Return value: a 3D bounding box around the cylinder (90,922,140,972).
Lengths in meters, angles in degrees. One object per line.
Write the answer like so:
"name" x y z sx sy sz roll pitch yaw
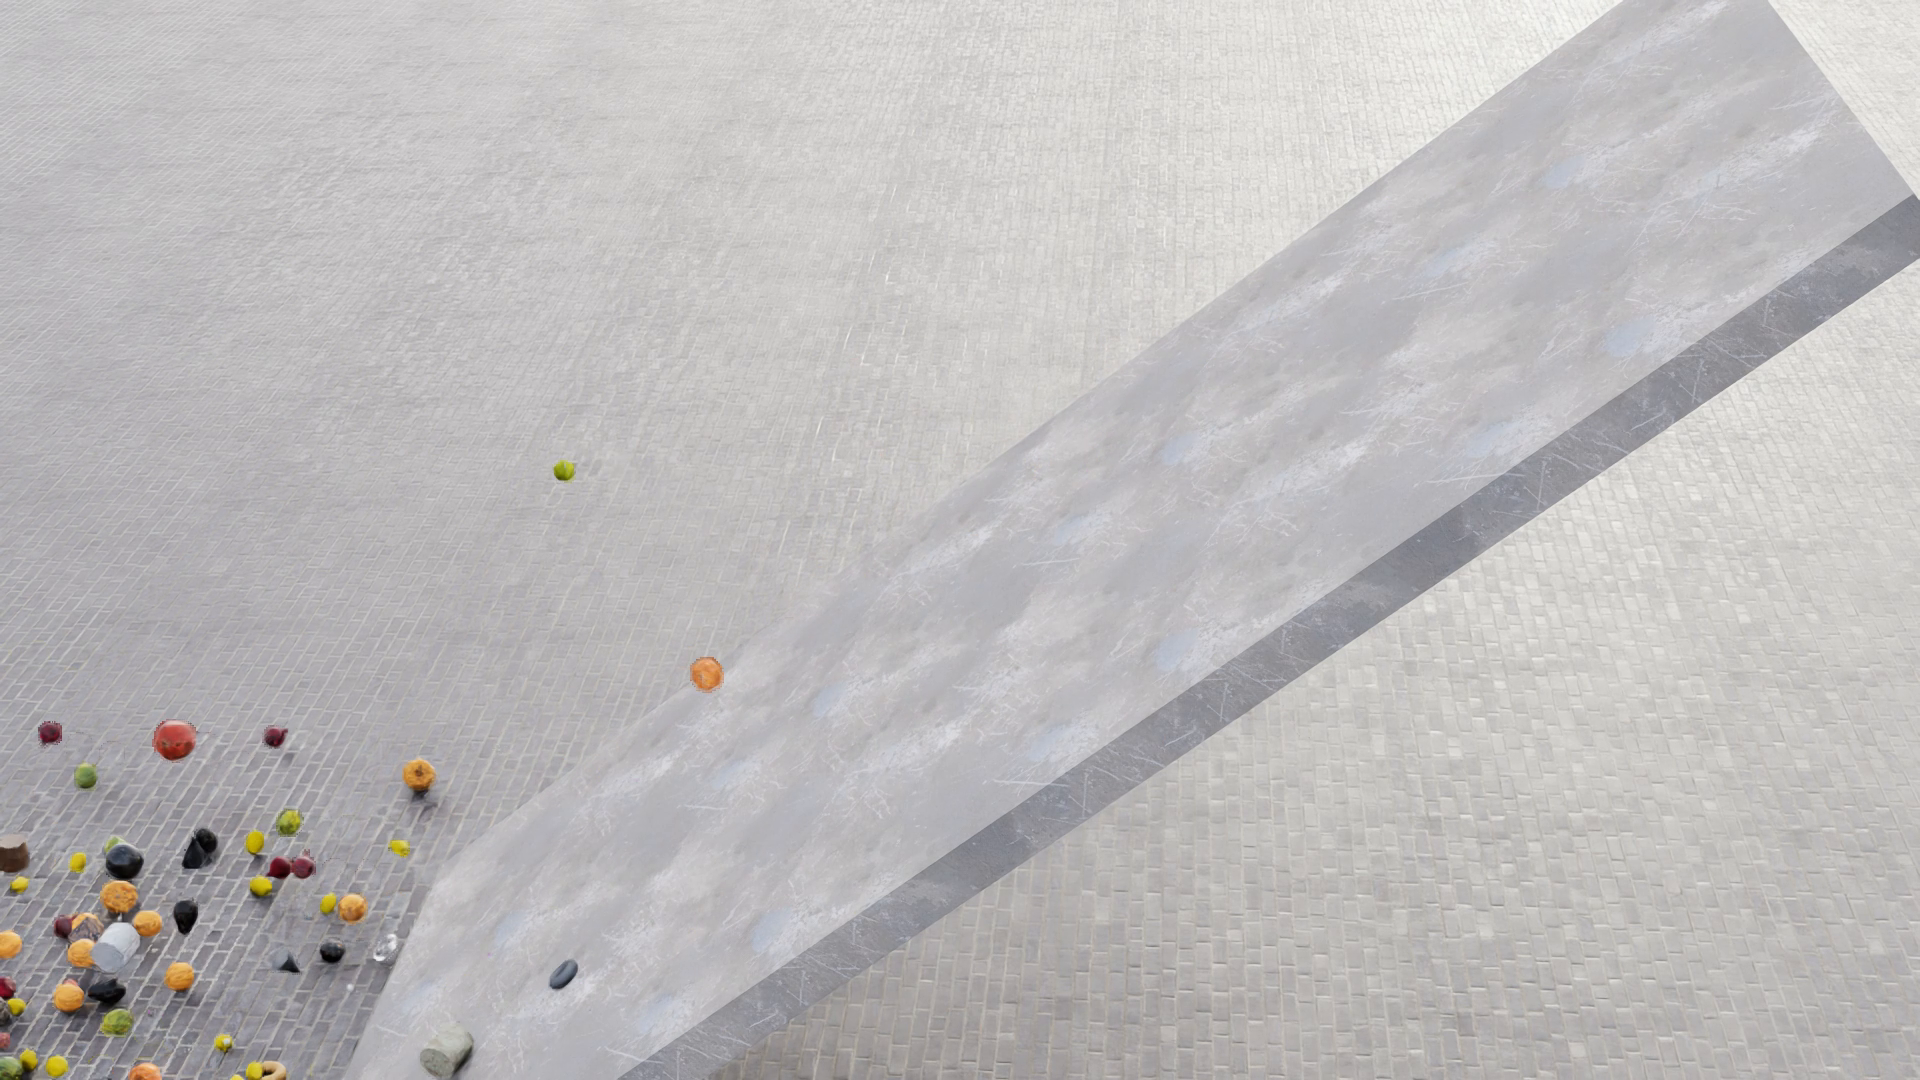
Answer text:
"cylinder" -2.107 1.016 7.339 0.090 0.090 0.090 4 29 10

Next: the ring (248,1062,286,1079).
"ring" -1.662 1.283 7.055 0.094 0.031 0.094 -1 25 0

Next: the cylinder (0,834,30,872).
"cylinder" -2.570 0.850 7.983 0.076 0.076 0.076 0 24 0

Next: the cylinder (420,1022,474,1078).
"cylinder" -1.116 1.109 6.394 0.086 0.086 0.086 9 36 19

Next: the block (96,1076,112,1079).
"block" -2.012 1.315 6.843 0.097 0.097 0.097 -24 6 -29

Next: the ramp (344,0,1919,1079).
"ramp" 0.121 0.185 6.341 4.000 0.100 2.000 -36 16 18

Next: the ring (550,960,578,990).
"ring" -0.858 0.940 6.372 0.078 0.026 0.078 -38 16 14

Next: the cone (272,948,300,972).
"cone" -1.698 1.079 7.457 0.067 0.067 0.067 -31 35 25

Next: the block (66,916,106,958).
"block" -2.230 1.018 7.543 0.071 0.071 0.071 44 -5 10

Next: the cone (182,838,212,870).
"cone" -2.081 0.841 8.000 0.079 0.079 0.079 0 24 0

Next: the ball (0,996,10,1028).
"ball" -2.387 1.166 7.256 0.084 0.084 0.084 0 24 0

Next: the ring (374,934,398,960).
"ring" -1.472 1.044 7.540 0.080 0.027 0.080 -41 17 15

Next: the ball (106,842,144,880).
"ball" -2.251 0.864 7.923 0.099 0.099 0.099 0 24 0
